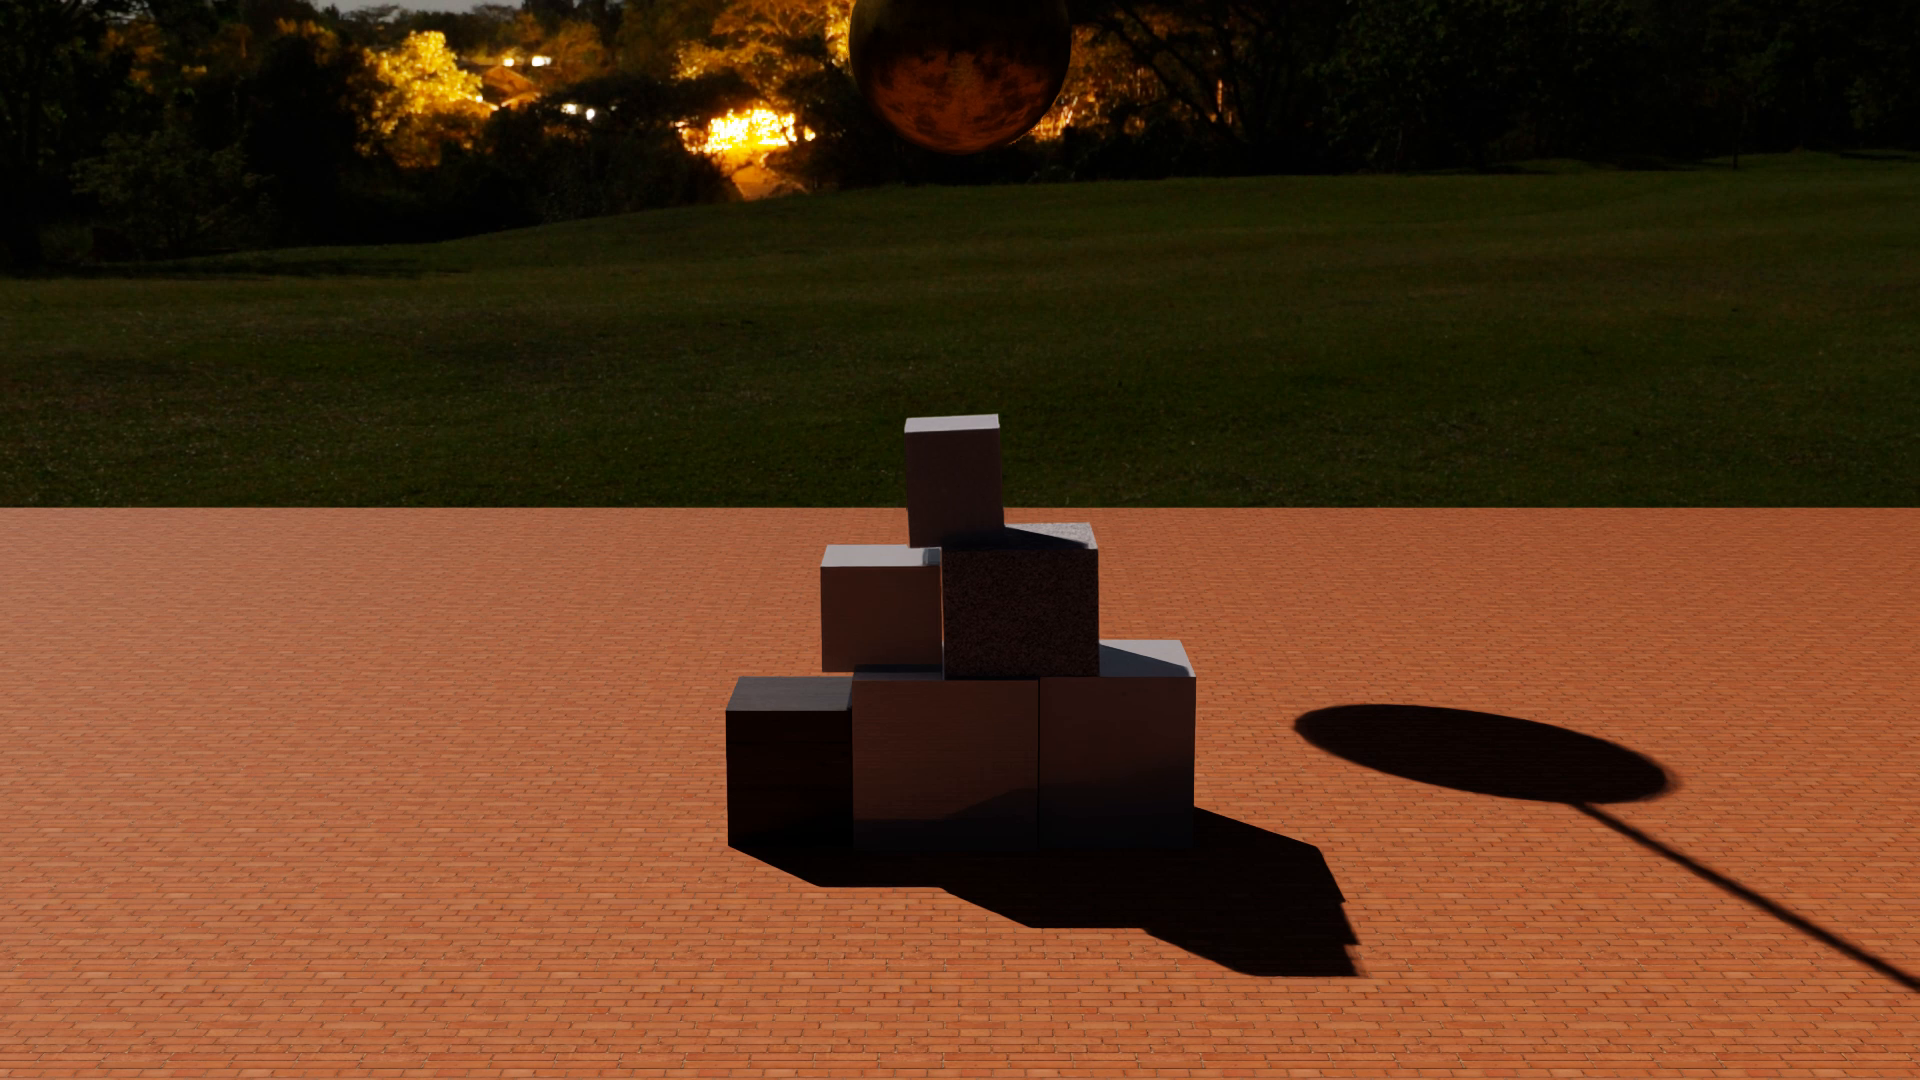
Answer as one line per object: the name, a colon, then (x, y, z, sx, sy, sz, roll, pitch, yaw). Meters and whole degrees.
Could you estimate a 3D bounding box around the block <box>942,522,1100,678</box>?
block: (0.301, 0.295, 11.216, 0.769, 0.635, 0.760, -1, 10, 0)

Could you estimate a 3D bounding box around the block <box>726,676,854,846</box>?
block: (-0.856, 1.133, 11.373, 0.627, 0.703, 0.711, 0, 10, 0)

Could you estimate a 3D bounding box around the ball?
ball: (0.000, -3.570, 15.771, 1.600, 1.600, 1.600, 0, 10, 0)

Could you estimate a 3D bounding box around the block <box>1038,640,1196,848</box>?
block: (0.783, 1.040, 11.363, 0.774, 0.888, 0.820, 0, 10, 0)

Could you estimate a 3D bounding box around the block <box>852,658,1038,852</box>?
block: (-0.073, 1.046, 11.361, 0.919, 0.878, 0.895, 0, 10, 0)

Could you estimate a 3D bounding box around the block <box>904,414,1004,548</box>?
block: (-0.026, -0.304, 11.142, 0.473, 0.581, 0.559, -3, 10, 0)

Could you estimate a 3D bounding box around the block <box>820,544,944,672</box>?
block: (-0.390, 0.343, 11.258, 0.604, 0.541, 0.598, 0, 10, 0)
